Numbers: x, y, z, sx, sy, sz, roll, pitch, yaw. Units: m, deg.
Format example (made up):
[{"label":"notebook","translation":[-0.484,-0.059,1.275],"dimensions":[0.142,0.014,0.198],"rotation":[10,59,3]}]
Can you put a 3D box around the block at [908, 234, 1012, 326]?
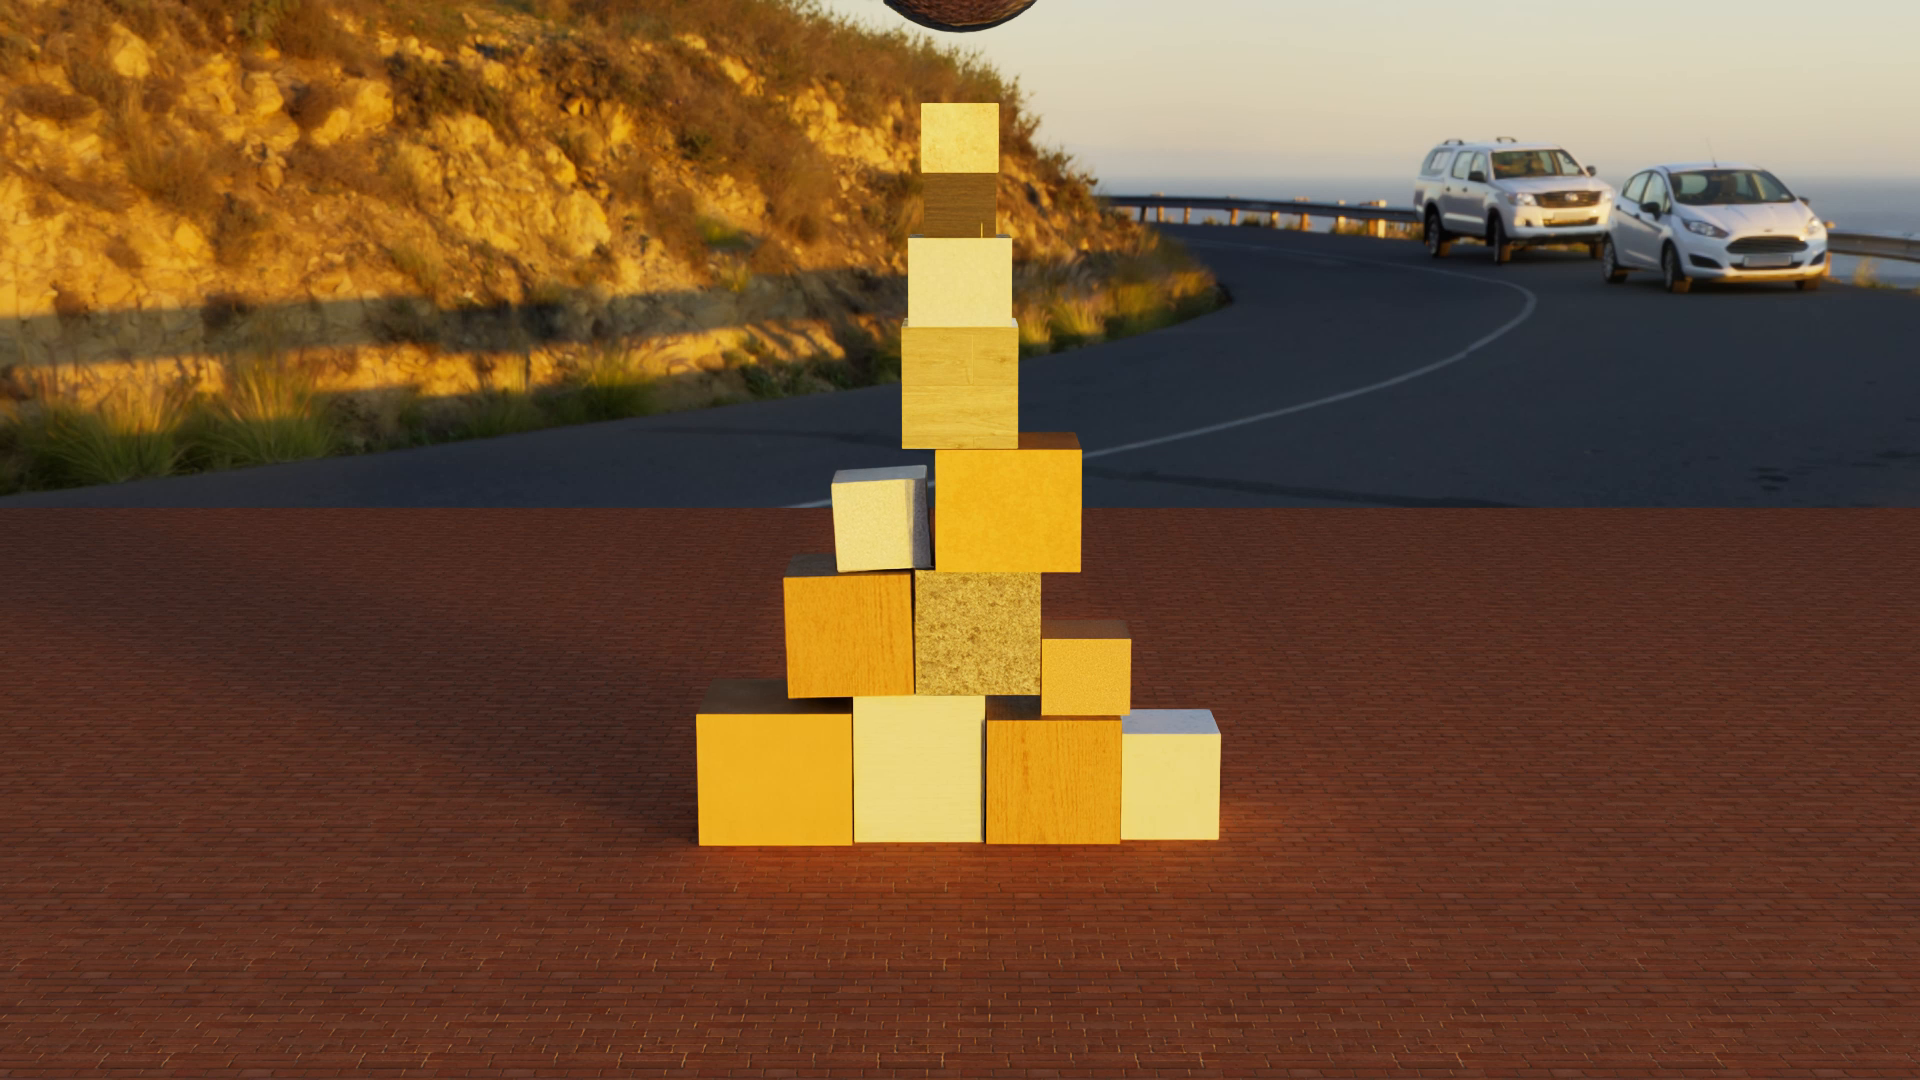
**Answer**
[{"label":"block","translation":[0.000,-1.298,10.953],"dimensions":[0.504,0.427,0.481],"rotation":[0,10,0]}]

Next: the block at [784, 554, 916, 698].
[{"label":"block","translation":[-0.552,0.425,11.252],"dimensions":[0.629,0.614,0.630],"rotation":[-1,10,0]}]

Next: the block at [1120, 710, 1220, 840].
[{"label":"block","translation":[1.067,1.208,11.380],"dimensions":[0.497,0.552,0.492],"rotation":[0,10,0]}]

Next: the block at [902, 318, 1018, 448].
[{"label":"block","translation":[0.000,-0.793,11.033],"dimensions":[0.568,0.595,0.575],"rotation":[0,10,0]}]

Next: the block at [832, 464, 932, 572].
[{"label":"block","translation":[-0.391,-0.113,11.166],"dimensions":[0.467,0.449,0.448],"rotation":[-4,10,1]}]

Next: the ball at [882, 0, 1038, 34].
[{"label":"ball","translation":[0.000,-4.408,15.567],"dimensions":[1.600,1.600,1.600],"rotation":[0,10,0]}]

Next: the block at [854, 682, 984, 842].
[{"label":"block","translation":[-0.205,1.099,11.392],"dimensions":[0.659,0.763,0.636],"rotation":[0,10,0]}]

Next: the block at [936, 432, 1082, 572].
[{"label":"block","translation":[0.239,-0.201,11.148],"dimensions":[0.717,0.610,0.668],"rotation":[0,10,0]}]

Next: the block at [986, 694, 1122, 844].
[{"label":"block","translation":[0.472,1.159,11.394],"dimensions":[0.674,0.643,0.682],"rotation":[0,10,0]}]

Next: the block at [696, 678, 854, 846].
[{"label":"block","translation":[-0.930,1.139,11.395],"dimensions":[0.771,0.681,0.740],"rotation":[0,10,0]}]

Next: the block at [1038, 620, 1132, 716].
[{"label":"block","translation":[0.635,0.650,11.293],"dimensions":[0.447,0.393,0.452],"rotation":[0,10,0]}]

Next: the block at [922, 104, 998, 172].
[{"label":"block","translation":[0.000,-1.980,10.829],"dimensions":[0.372,0.328,0.388],"rotation":[0,10,0]}]

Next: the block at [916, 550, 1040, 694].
[{"label":"block","translation":[0.091,0.415,11.242],"dimensions":[0.622,0.636,0.545],"rotation":[0,10,0]}]

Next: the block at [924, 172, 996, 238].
[{"label":"block","translation":[0.000,-1.659,10.866],"dimensions":[0.353,0.315,0.338],"rotation":[0,10,0]}]
